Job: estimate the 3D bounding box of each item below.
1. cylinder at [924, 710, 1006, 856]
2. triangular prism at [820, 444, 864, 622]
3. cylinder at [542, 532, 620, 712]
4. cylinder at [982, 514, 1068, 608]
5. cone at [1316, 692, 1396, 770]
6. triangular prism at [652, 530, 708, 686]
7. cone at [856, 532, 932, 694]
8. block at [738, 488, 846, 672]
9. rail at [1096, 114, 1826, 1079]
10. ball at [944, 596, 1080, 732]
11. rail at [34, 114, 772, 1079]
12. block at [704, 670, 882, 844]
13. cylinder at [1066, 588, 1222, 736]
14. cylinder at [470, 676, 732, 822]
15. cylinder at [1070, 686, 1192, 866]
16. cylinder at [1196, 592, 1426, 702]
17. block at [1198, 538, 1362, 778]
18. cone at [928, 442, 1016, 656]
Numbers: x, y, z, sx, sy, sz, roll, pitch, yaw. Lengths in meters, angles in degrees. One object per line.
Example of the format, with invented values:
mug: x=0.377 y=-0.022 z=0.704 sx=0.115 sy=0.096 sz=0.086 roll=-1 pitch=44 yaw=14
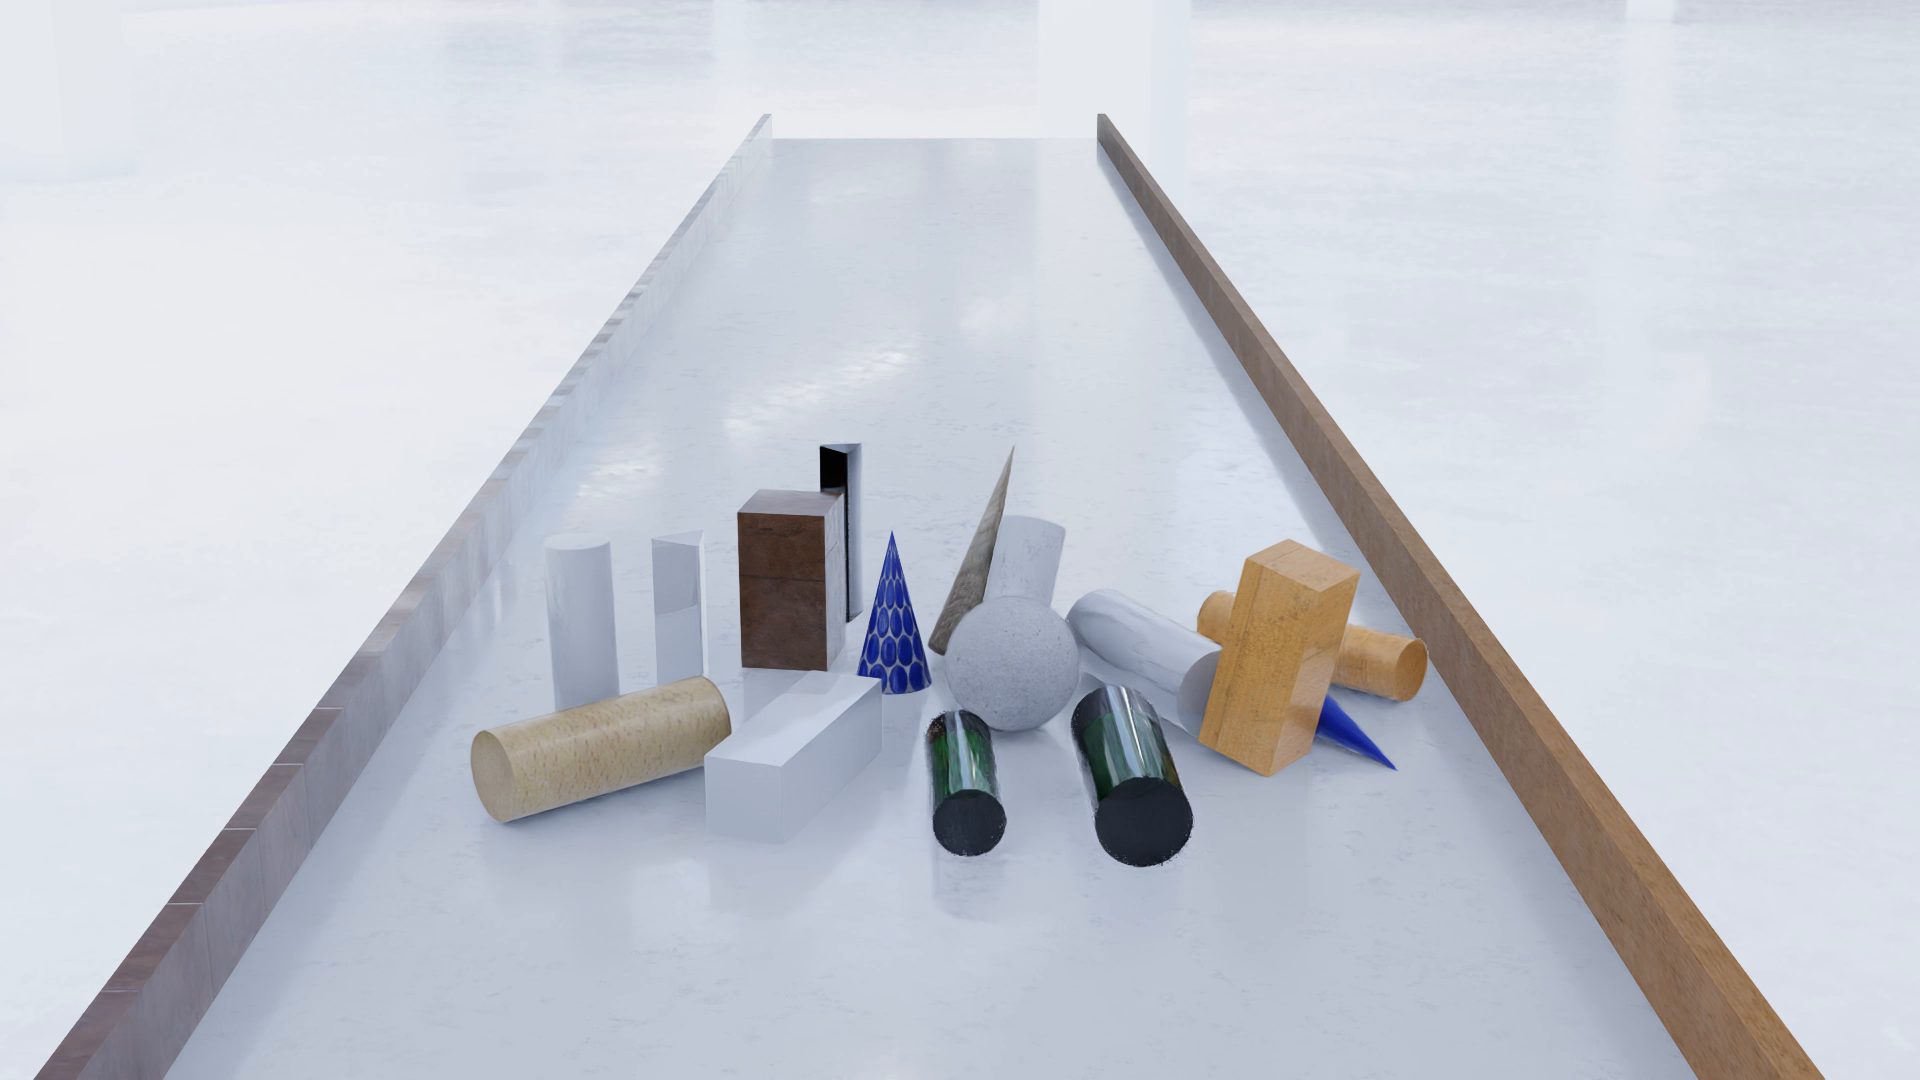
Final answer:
cylinder: x=0.006 y=0.401 z=3.671 sx=0.117 sy=0.117 sz=0.348 roll=-1 pitch=17 yaw=-3
triangular prism: x=-0.236 y=-0.019 z=4.640 sx=0.076 sy=0.370 sz=0.088 roll=-14 pitch=22 yaw=-40
cylinder: x=-0.661 y=0.195 z=3.866 sx=0.117 sy=0.398 sz=0.117 roll=-1 pitch=15 yaw=0
cylinder: x=0.111 y=0.118 z=4.246 sx=0.132 sy=0.308 sz=0.132 roll=12 pitch=-12 yaw=3
cone: x=0.666 y=0.326 z=4.009 sx=0.139 sy=0.139 sz=0.400 roll=-10 pitch=29 yaw=-31
triangular prism: x=-0.509 y=0.147 z=4.167 sx=0.105 sy=0.322 sz=0.091 roll=9 pitch=19 yaw=27
cone: x=-0.130 y=0.127 z=4.256 sx=0.152 sy=0.310 sz=0.152 roll=0 pitch=17 yaw=0
block: x=-0.334 y=0.079 z=4.398 sx=0.174 sy=0.321 sz=0.174 roll=3 pitch=17 yaw=9
rail: x=0.932 y=-0.844 z=7.801 sx=0.050 sy=0.150 sz=12.000 roll=0 pitch=17 yaw=-1
ball: x=0.096 y=0.226 z=4.030 sx=0.248 sy=0.248 sz=0.248 roll=0 pitch=17 yaw=0
rail: x=-1.118 y=-0.838 z=7.780 sx=0.050 sy=0.150 sz=12.000 roll=0 pitch=17 yaw=-1
block: x=-0.278 y=0.364 z=3.763 sx=0.136 sy=0.136 sz=0.433 roll=6 pitch=18 yaw=19
cylinder: x=0.369 y=0.229 z=4.162 sx=0.169 sy=0.169 sz=0.410 roll=-9 pitch=19 yaw=-26
cylinder: x=-0.610 y=0.354 z=3.766 sx=0.421 sy=0.156 sz=0.156 roll=-13 pitch=21 yaw=-38
cylinder: x=0.280 y=0.385 z=3.656 sx=0.155 sy=0.155 sz=0.410 roll=-1 pitch=17 yaw=-3
cylinder: x=0.685 y=0.206 z=4.321 sx=0.456 sy=0.121 sz=0.121 roll=14 pitch=22 yaw=40
block: x=0.558 y=0.206 z=3.853 sx=0.149 sy=0.365 sz=0.149 roll=26 pitch=28 yaw=30
cone: x=0.048 y=0.014 z=4.370 sx=0.108 sy=0.450 sz=0.108 roll=16 pitch=12 yaw=-3
